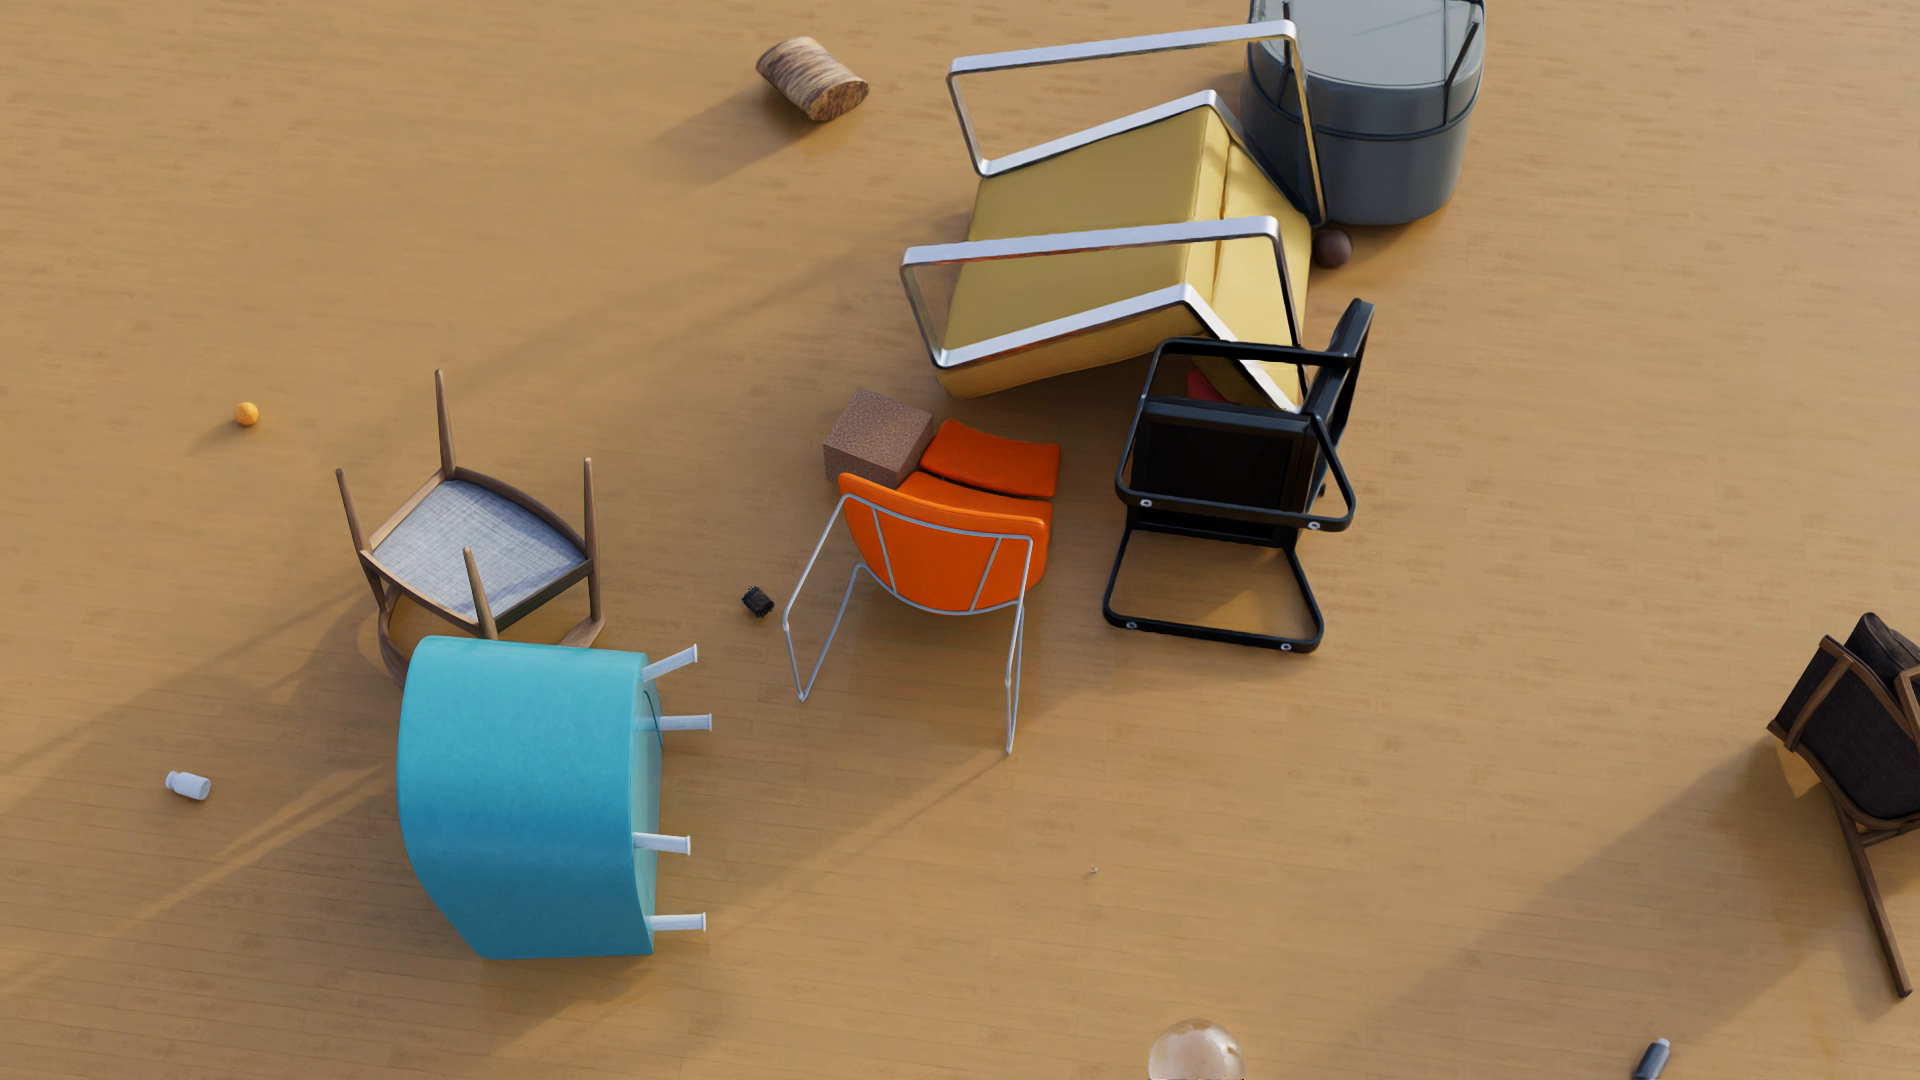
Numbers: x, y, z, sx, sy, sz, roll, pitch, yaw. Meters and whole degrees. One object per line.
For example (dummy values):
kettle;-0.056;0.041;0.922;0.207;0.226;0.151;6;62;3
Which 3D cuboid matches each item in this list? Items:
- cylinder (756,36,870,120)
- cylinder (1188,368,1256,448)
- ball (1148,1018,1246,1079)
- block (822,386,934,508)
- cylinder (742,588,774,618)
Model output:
cylinder;-0.506;-1.584;7.543;0.275;0.142;0.285;-27;59;-36
cylinder;0.803;-0.407;6.743;0.239;0.140;0.175;20;53;-24
ball;0.596;1.328;5.537;0.243;0.243;0.243;0;56;0
block;-0.245;-0.282;6.654;0.249;0.182;0.238;21;59;14
cylinder;-0.590;0.182;6.417;0.068;0.057;0.066;-25;57;-39
